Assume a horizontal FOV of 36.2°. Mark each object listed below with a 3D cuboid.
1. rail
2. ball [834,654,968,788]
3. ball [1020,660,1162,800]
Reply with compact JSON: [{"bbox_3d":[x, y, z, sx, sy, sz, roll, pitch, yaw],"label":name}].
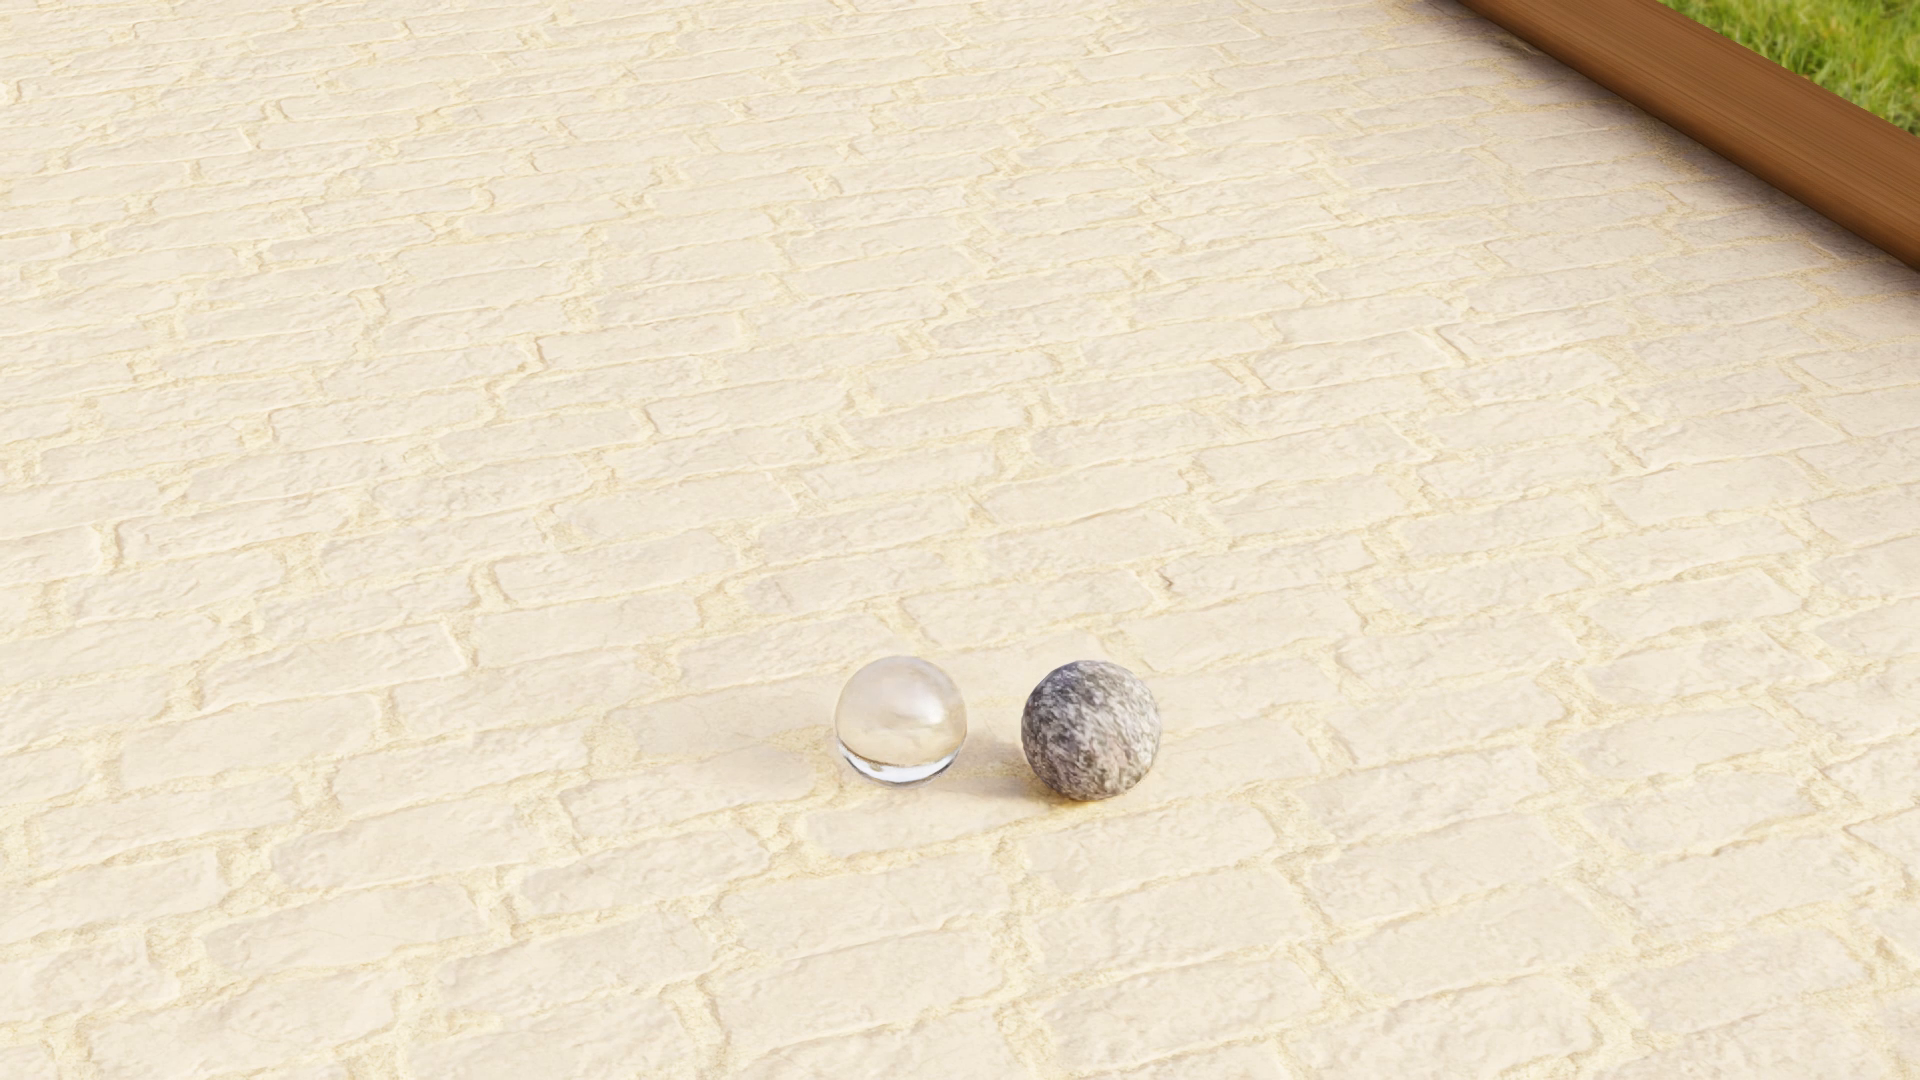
[{"bbox_3d":[0.554,-0.532,2.890,0.045,0.105,3.531,-9,29,-17],"label":"rail"},{"bbox_3d":[-0.034,0.104,1.689,0.077,0.077,0.077,0,27,0],"label":"ball"},{"bbox_3d":[0.075,0.108,1.677,0.081,0.081,0.081,0,27,0],"label":"ball"}]
